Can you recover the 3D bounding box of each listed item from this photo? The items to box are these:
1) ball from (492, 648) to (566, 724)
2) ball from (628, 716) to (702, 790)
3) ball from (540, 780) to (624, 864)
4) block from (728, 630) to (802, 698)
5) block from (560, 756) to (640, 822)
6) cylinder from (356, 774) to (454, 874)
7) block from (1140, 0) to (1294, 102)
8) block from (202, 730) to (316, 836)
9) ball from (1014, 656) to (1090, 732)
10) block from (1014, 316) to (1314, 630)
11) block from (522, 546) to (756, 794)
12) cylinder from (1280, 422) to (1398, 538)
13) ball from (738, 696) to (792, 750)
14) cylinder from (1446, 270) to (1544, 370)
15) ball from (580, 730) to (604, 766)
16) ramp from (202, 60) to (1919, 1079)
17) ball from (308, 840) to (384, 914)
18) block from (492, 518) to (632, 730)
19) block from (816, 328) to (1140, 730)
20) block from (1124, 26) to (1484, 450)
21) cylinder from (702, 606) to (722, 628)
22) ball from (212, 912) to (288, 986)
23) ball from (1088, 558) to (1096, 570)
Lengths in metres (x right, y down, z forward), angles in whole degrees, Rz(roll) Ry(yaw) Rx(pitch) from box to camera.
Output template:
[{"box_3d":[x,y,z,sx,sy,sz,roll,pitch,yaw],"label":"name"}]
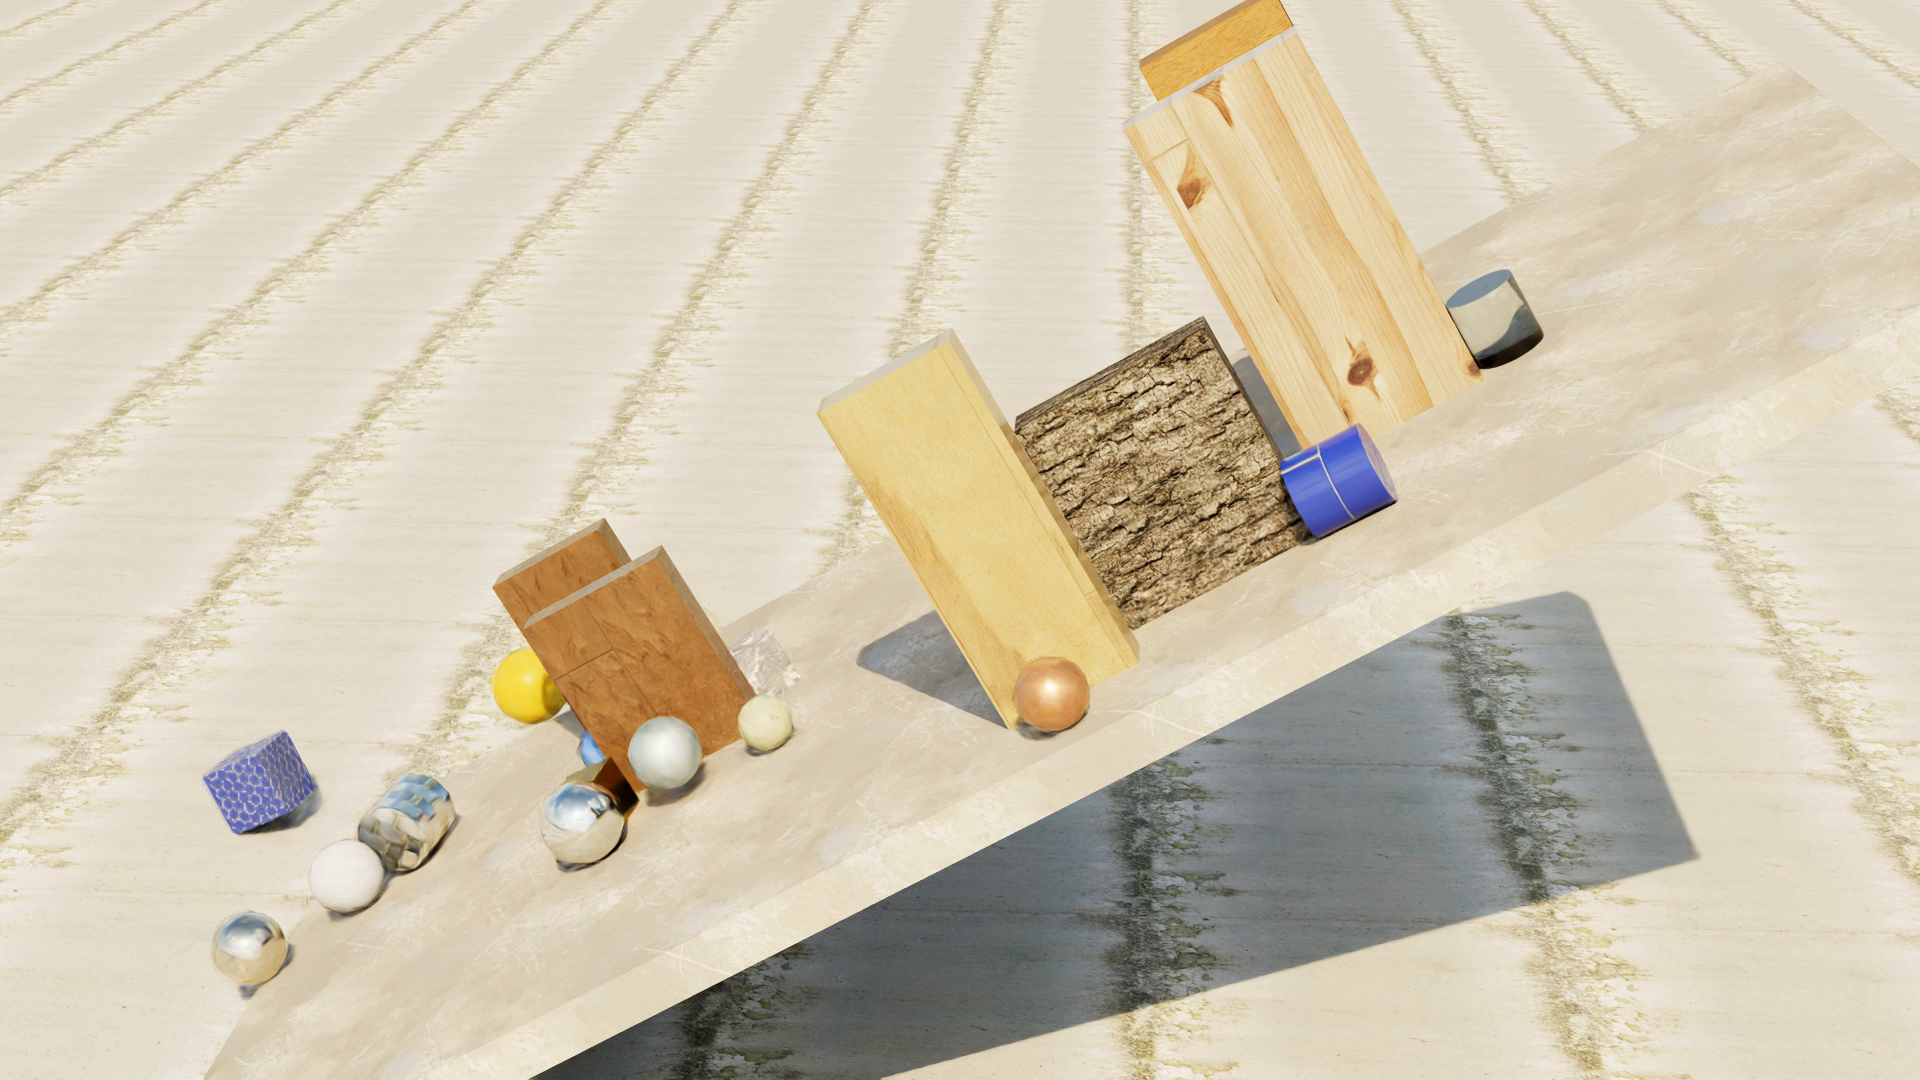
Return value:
[{"box_3d":[-1.106,0.377,7.581,0.199,0.199,0.199,0,18,0],"label":"ball"},{"box_3d":[-0.624,0.451,6.225,0.155,0.155,0.155,0,18,0],"label":"ball"},{"box_3d":[-0.798,0.594,6.196,0.176,0.176,0.176,0,18,0],"label":"ball"},{"box_3d":[-0.464,0.294,6.624,0.128,0.128,0.128,-37,15,-21],"label":"block"},{"box_3d":[-0.794,0.568,6.389,0.121,0.121,0.121,-24,16,24],"label":"block"},{"box_3d":[-1.311,0.670,6.961,0.174,0.174,0.174,4,24,13],"label":"cylinder"},{"box_3d":[0.744,-0.843,6.724,0.343,0.756,0.119,-28,15,12],"label":"block"},{"box_3d":[-1.852,0.642,7.785,0.178,0.178,0.178,-23,11,18],"label":"block"},{"box_3d":[0.168,0.280,5.373,0.138,0.138,0.138,0,18,0],"label":"ball"},{"box_3d":[0.396,-0.125,5.622,0.409,0.459,0.104,-28,15,12],"label":"block"},{"box_3d":[-0.689,0.289,6.453,0.344,0.447,0.088,-28,15,12],"label":"block"},{"box_3d":[0.713,-0.112,5.537,0.163,0.163,0.163,-27,13,16],"label":"cylinder"},{"box_3d":[-0.413,0.387,6.230,0.117,0.117,0.117,0,18,0],"label":"ball"},{"box_3d":[1.081,-0.446,5.944,0.147,0.147,0.147,-29,14,8],"label":"cylinder"},{"box_3d":[-0.785,0.472,6.647,0.143,0.143,0.143,0,18,0],"label":"ball"},{"box_3d":[0.142,0.168,6.284,4.000,0.100,2.000,-28,15,12],"label":"ramp"},{"box_3d":[-1.428,0.783,6.843,0.173,0.173,0.173,0,18,0],"label":"ball"},{"box_3d":[-0.839,0.226,6.904,0.293,0.477,0.094,-28,15,12],"label":"block"},{"box_3d":[0.039,-0.017,5.477,0.280,0.709,0.102,-28,15,12],"label":"block"},{"box_3d":[0.687,-0.577,5.869,0.383,0.795,0.097,-28,15,12],"label":"block"},{"box_3d":[-0.694,0.216,7.157,0.166,0.166,0.166,34,20,-4],"label":"cylinder"},{"box_3d":[-1.629,0.936,6.743,0.169,0.169,0.169,0,18,0],"label":"ball"},{"box_3d":[0.214,0.088,5.907,0.148,0.148,0.148,0,18,0],"label":"ball"}]
